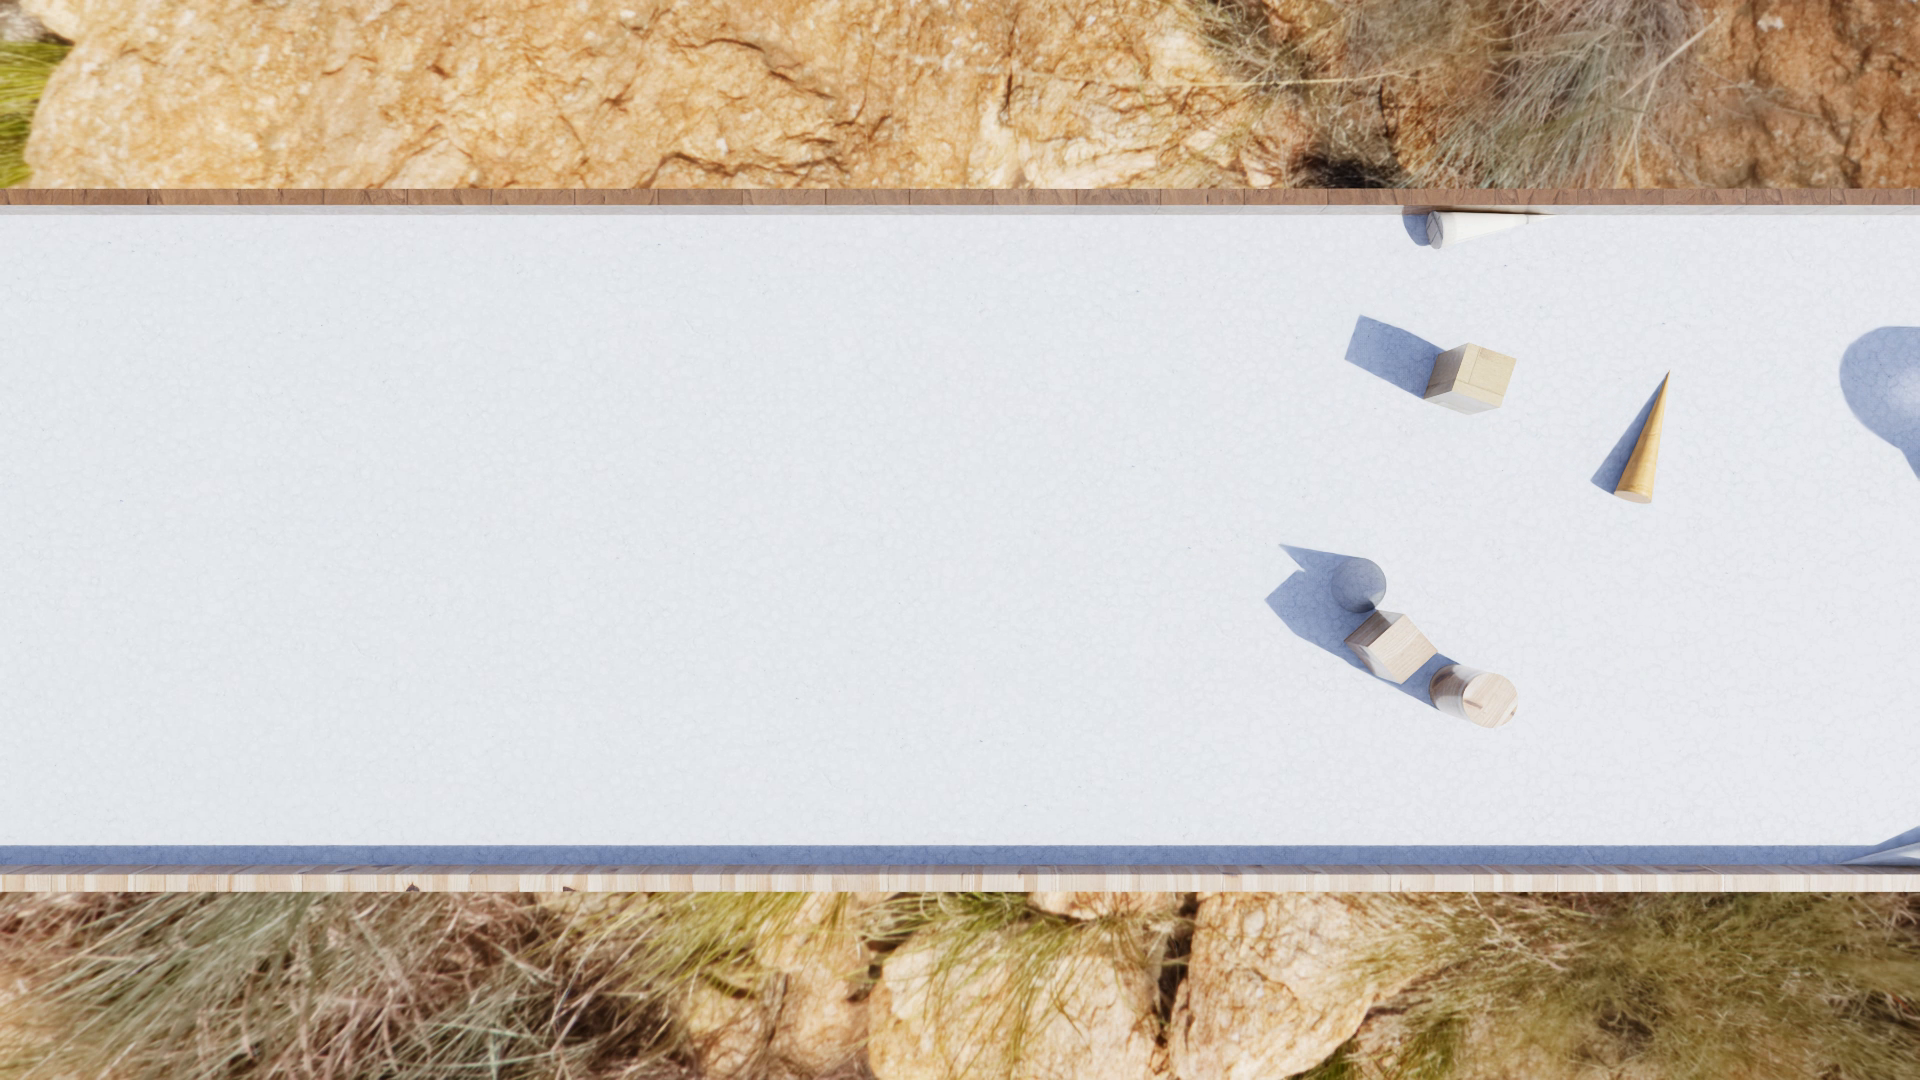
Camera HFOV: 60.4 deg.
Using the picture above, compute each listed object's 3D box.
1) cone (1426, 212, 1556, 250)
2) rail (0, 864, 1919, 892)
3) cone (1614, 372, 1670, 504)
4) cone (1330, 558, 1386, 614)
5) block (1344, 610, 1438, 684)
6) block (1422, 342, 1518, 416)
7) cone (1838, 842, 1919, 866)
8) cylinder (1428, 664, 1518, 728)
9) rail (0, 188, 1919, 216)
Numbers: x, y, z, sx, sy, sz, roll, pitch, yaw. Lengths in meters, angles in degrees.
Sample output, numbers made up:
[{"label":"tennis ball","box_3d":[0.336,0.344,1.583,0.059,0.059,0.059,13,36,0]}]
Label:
[{"label":"cone","box_3d":[1.646,-0.971,5.048,0.411,0.116,0.116,-8,90,-8]},{"label":"rail","box_3d":[-2.247,1.025,5.001,12.000,0.150,0.050,0,90,0]},{"label":"cone","box_3d":[2.118,-0.330,5.049,0.109,0.109,0.427,19,83,0]},{"label":"cone","box_3d":[1.227,0.139,4.918,0.172,0.317,0.172,0,90,0]},{"label":"block","box_3d":[1.281,0.315,4.923,0.144,0.307,0.144,-42,90,0]},{"label":"block","box_3d":[1.518,-0.478,4.925,0.149,0.303,0.149,19,90,0]},{"label":"cone","box_3d":[2.894,0.968,5.046,0.439,0.123,0.123,-9,90,8]},{"label":"cylinder","box_3d":[1.522,0.461,4.904,0.158,0.345,0.158,0,90,0]},{"label":"rail","box_3d":[-2.247,-1.025,5.002,12.000,0.150,0.050,0,90,0]}]
